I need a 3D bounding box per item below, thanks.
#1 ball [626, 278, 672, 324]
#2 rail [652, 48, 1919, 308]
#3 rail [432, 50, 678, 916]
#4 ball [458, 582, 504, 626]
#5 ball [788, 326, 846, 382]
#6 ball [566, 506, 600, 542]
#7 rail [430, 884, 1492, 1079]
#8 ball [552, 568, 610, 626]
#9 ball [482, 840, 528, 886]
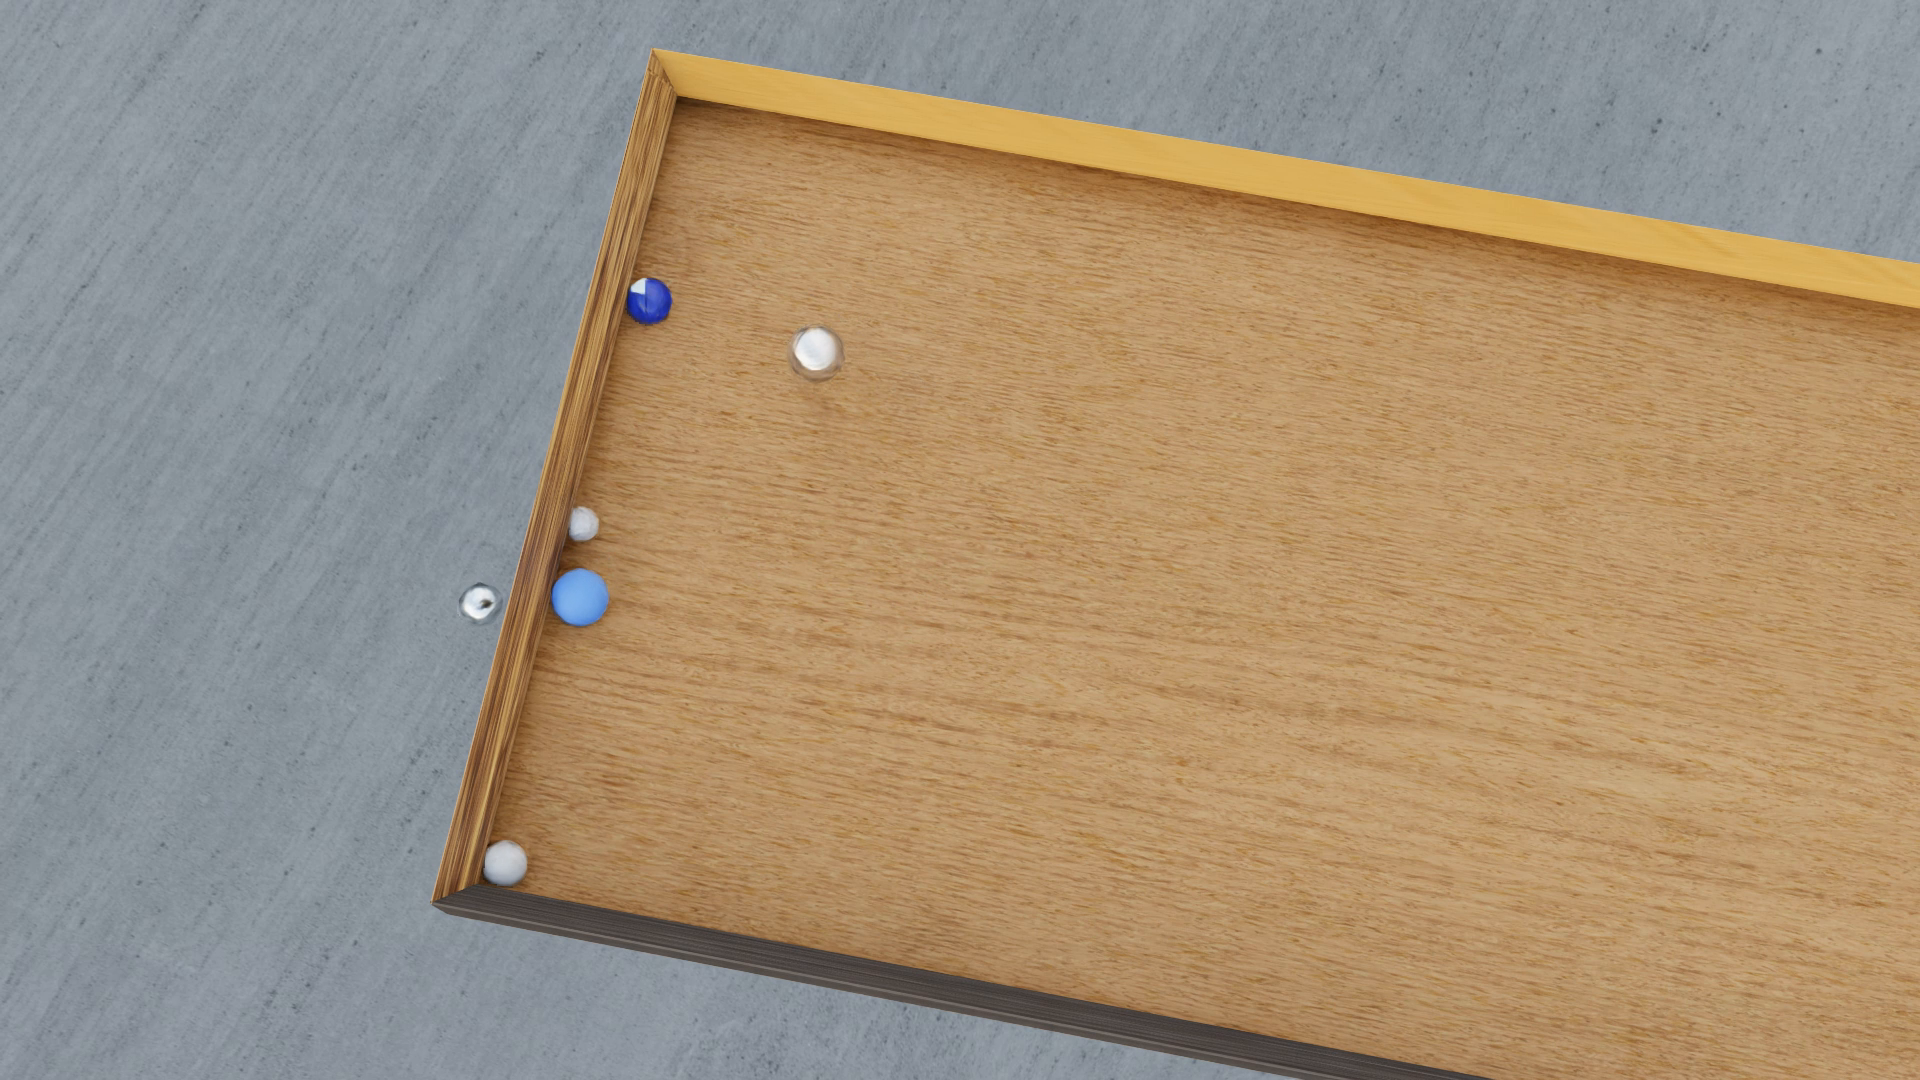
[{"bbox_3d":[-0.494,-0.381,3.497,0.072,0.072,0.072,0,73,0],"label":"ball"},{"bbox_3d":[0.752,-0.527,3.517,2.551,0.116,0.045,10,73,3],"label":"rail"},{"bbox_3d":[-0.603,-0.116,3.392,0.045,0.116,1.396,10,73,3],"label":"rail"},{"bbox_3d":[-0.973,0.131,4.470,0.089,0.089,0.089,0,73,0],"label":"ball"},{"bbox_3d":[-0.226,-0.292,3.461,0.089,0.089,0.089,0,73,0],"label":"ball"},{"bbox_3d":[-0.585,-0.025,3.398,0.053,0.053,0.053,0,73,0],"label":"ball"},{"bbox_3d":[0.501,0.741,3.130,2.551,0.116,0.045,10,73,3],"label":"rail"},{"bbox_3d":[-0.578,0.087,3.346,0.086,0.086,0.086,0,73,0],"label":"ball"},{"bbox_3d":[-0.670,0.476,3.237,0.067,0.067,0.067,0,73,0],"label":"ball"}]
